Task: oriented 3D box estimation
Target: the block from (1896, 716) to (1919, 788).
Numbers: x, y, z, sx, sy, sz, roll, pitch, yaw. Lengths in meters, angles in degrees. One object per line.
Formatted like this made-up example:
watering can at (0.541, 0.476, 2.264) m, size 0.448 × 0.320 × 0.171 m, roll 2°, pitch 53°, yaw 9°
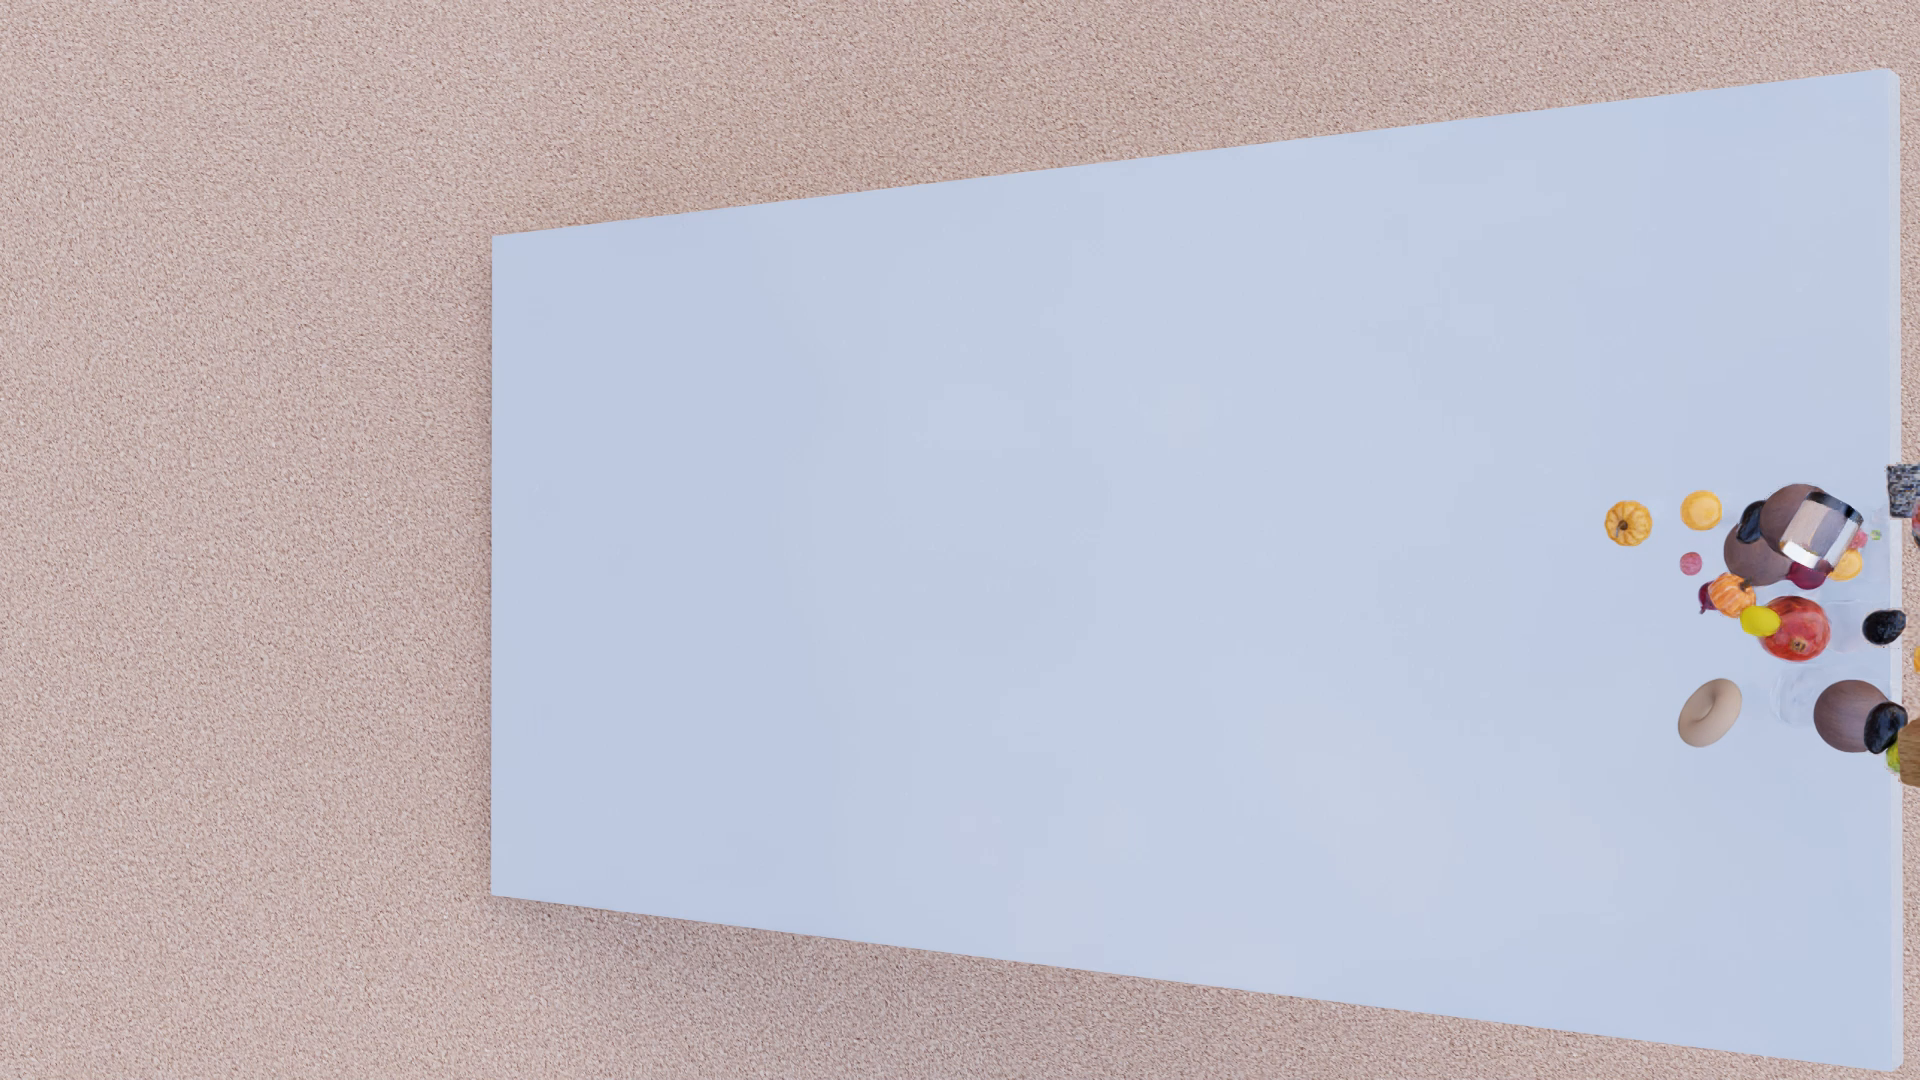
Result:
block at (1.521, 0.329, 3.405) m, size 0.090 × 0.090 × 0.090 m, roll -22°, pitch 110°, yaw -31°

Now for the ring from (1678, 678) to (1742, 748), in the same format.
ring at (1.446, 0.333, 4.241) m, size 0.050 × 0.149 × 0.149 m, roll 34°, pitch 90°, yaw -10°

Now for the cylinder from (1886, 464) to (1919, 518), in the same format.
cylinder at (1.775, -0.092, 4.082) m, size 0.094 × 0.094 × 0.094 m, roll -4°, pitch 87°, yaw 0°

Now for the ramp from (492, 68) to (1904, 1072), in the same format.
ramp at (0.244, 0.068, 5.570) m, size 4.000 × 0.100 × 2.000 m, roll 0°, pitch 89°, yaw 35°
